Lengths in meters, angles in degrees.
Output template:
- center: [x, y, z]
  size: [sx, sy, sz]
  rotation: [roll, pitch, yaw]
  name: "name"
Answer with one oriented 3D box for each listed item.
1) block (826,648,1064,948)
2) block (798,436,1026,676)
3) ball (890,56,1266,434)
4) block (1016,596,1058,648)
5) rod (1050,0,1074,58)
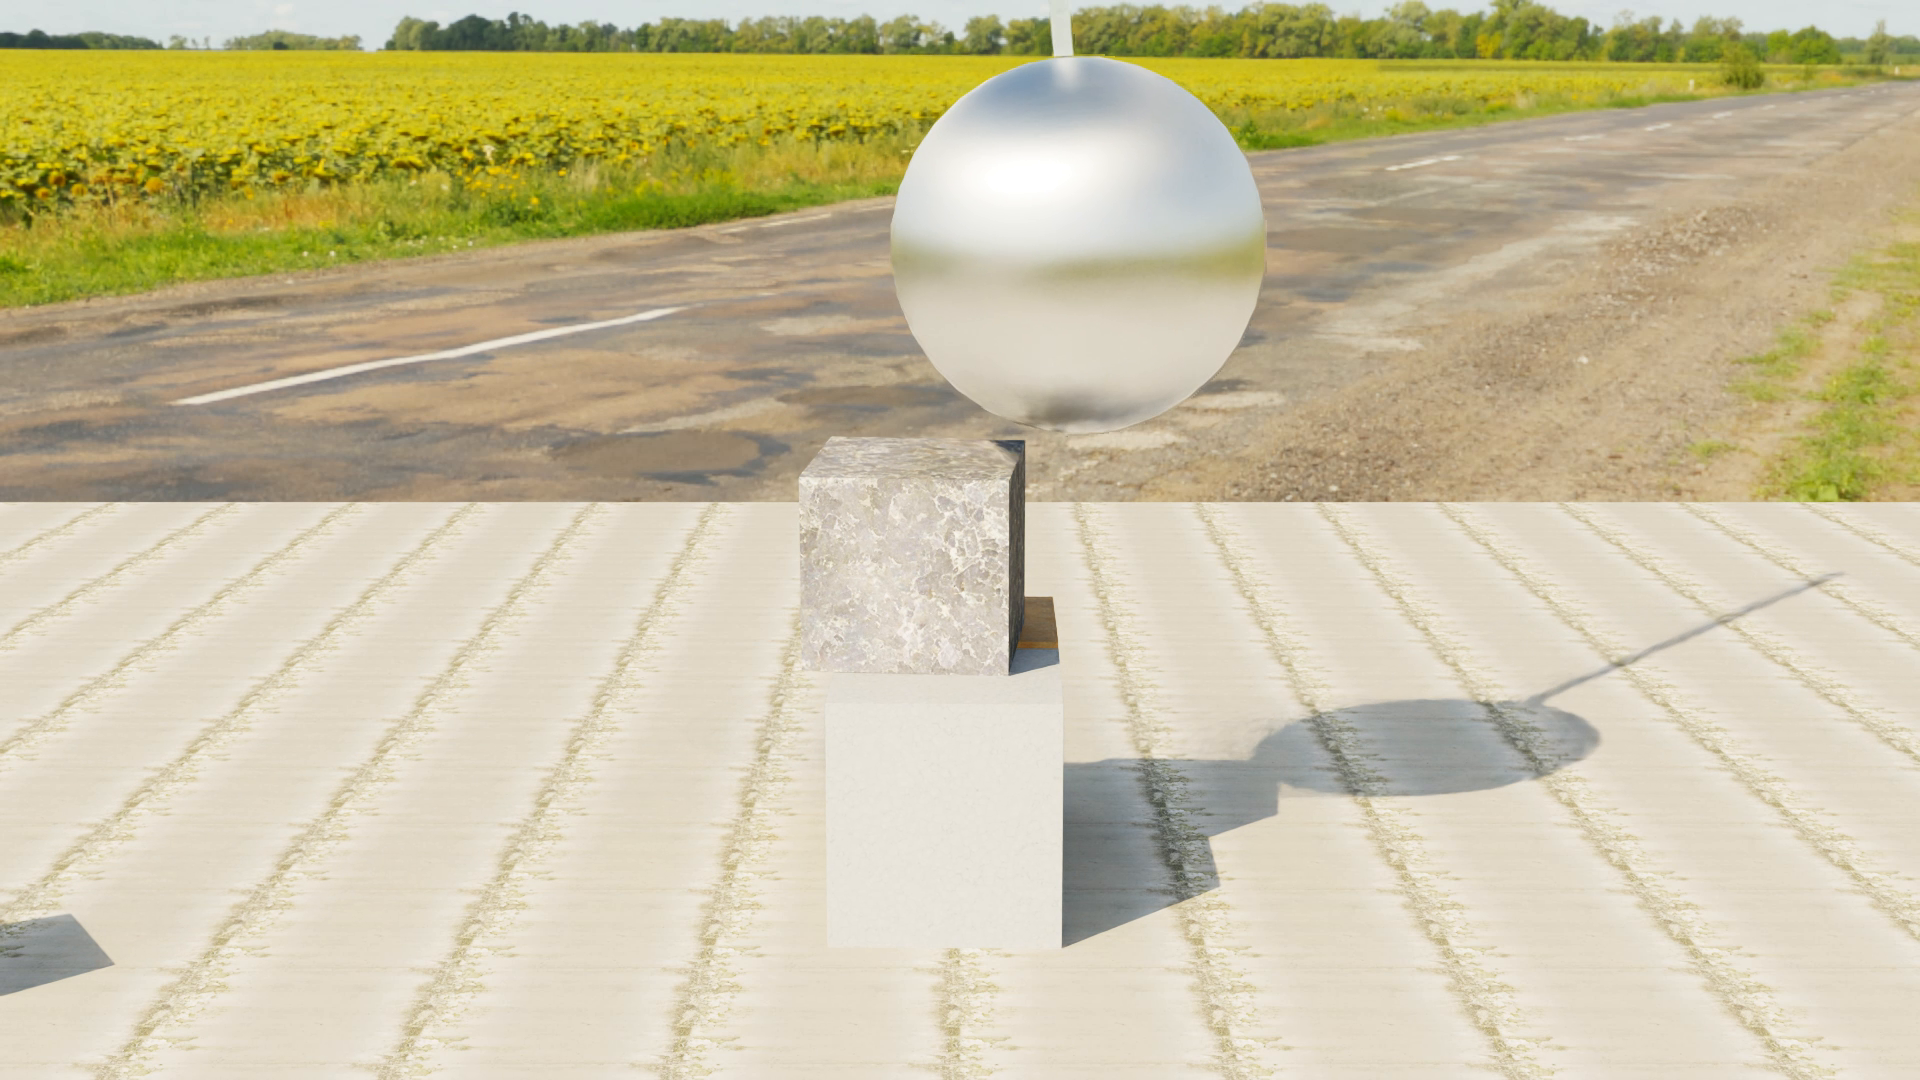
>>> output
- center: [-0.053, 1.067, 10.847]
  size: [0.953, 1.020, 1.015]
  rotation: [0, 10, 1]
  name: "block"
- center: [-0.188, 0.053, 11.127]
  size: [0.874, 0.833, 0.925]
  rotation: [1, 13, 5]
  name: "block"
- center: [0.502, -1.254, 10.952]
  size: [1.600, 1.600, 1.600]
  rotation: [0, 10, 0]
  name: "ball"
- center: [-0.019, 0.871, 11.855]
  size: [0.913, 1.044, 0.996]
  rotation: [0, 10, 1]
  name: "block"
- center: [0.217, -4.587, 10.346]
  size: [0.080, 5.200, 0.080]
  rotation: [-5, 10, 1]
  name: "rod"
